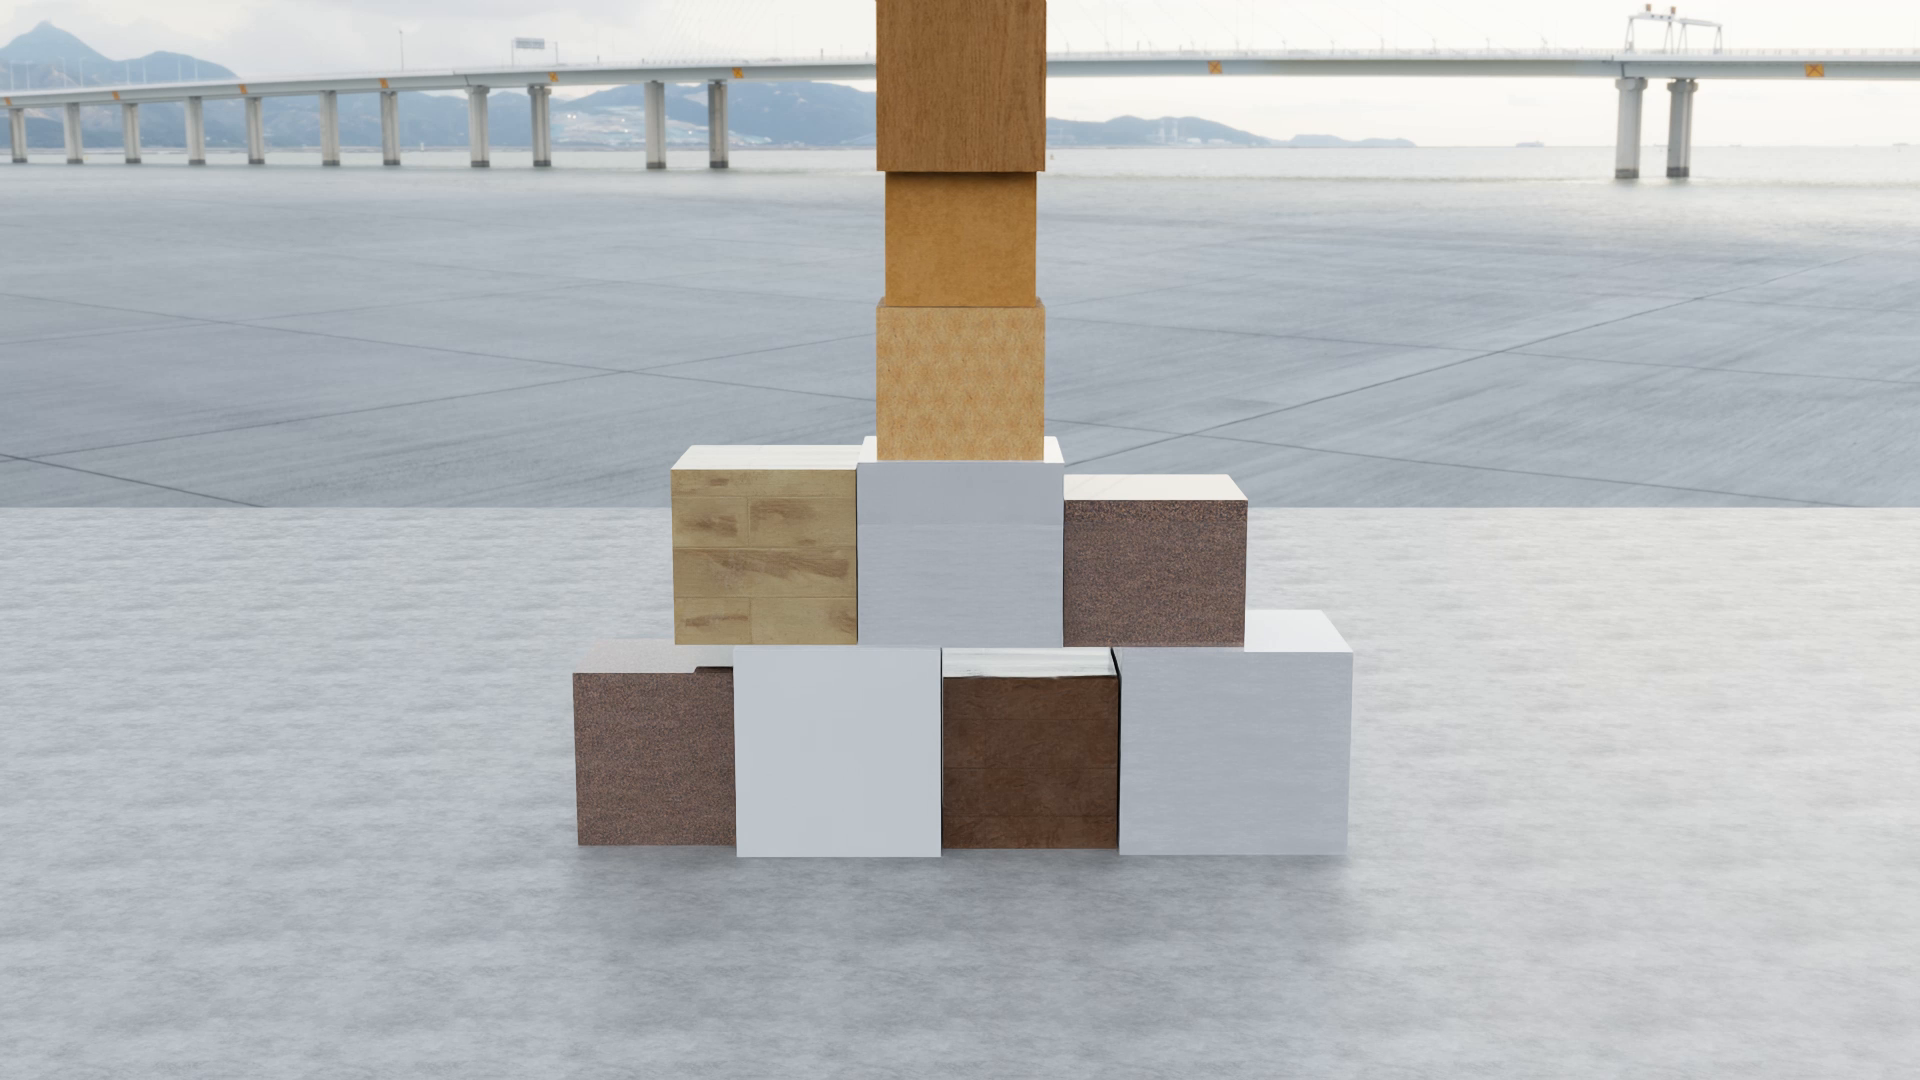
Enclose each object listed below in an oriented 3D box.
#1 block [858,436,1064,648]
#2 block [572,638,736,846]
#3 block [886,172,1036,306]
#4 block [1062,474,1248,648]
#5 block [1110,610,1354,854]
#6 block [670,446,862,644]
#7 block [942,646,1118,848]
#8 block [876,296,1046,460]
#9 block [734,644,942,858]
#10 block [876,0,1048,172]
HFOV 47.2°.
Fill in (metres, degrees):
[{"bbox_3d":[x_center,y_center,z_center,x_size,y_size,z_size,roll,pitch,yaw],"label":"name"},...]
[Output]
[{"bbox_3d":[0.002,-0.008,11.166,1.000,0.918,0.945,0,10,0],"label":"block"},{"bbox_3d":[-1.522,1.033,11.387,0.810,0.894,0.760,0,10,0],"label":"block"},{"bbox_3d":[0.004,-1.504,10.892,0.727,0.645,0.620,0,10,0],"label":"block"},{"bbox_3d":[0.959,0.093,11.208,0.895,0.738,0.821,0,10,0],"label":"block"},{"bbox_3d":[1.361,0.970,11.341,1.133,1.035,0.983,0,10,0],"label":"block"},{"bbox_3d":[-0.957,0.010,11.184,0.898,0.876,0.855,0,10,0],"label":"block"},{"bbox_3d":[0.350,1.043,11.389,0.870,0.873,0.863,0,10,0],"label":"block"},{"bbox_3d":[0.003,-0.822,11.012,0.813,0.739,0.794,0,10,0],"label":"block"},{"bbox_3d":[-0.601,0.960,11.346,1.011,1.052,1.074,0,10,0],"label":"block"},{"bbox_3d":[0.006,-2.214,10.776,0.801,0.793,0.867,0,10,0],"label":"block"}]
